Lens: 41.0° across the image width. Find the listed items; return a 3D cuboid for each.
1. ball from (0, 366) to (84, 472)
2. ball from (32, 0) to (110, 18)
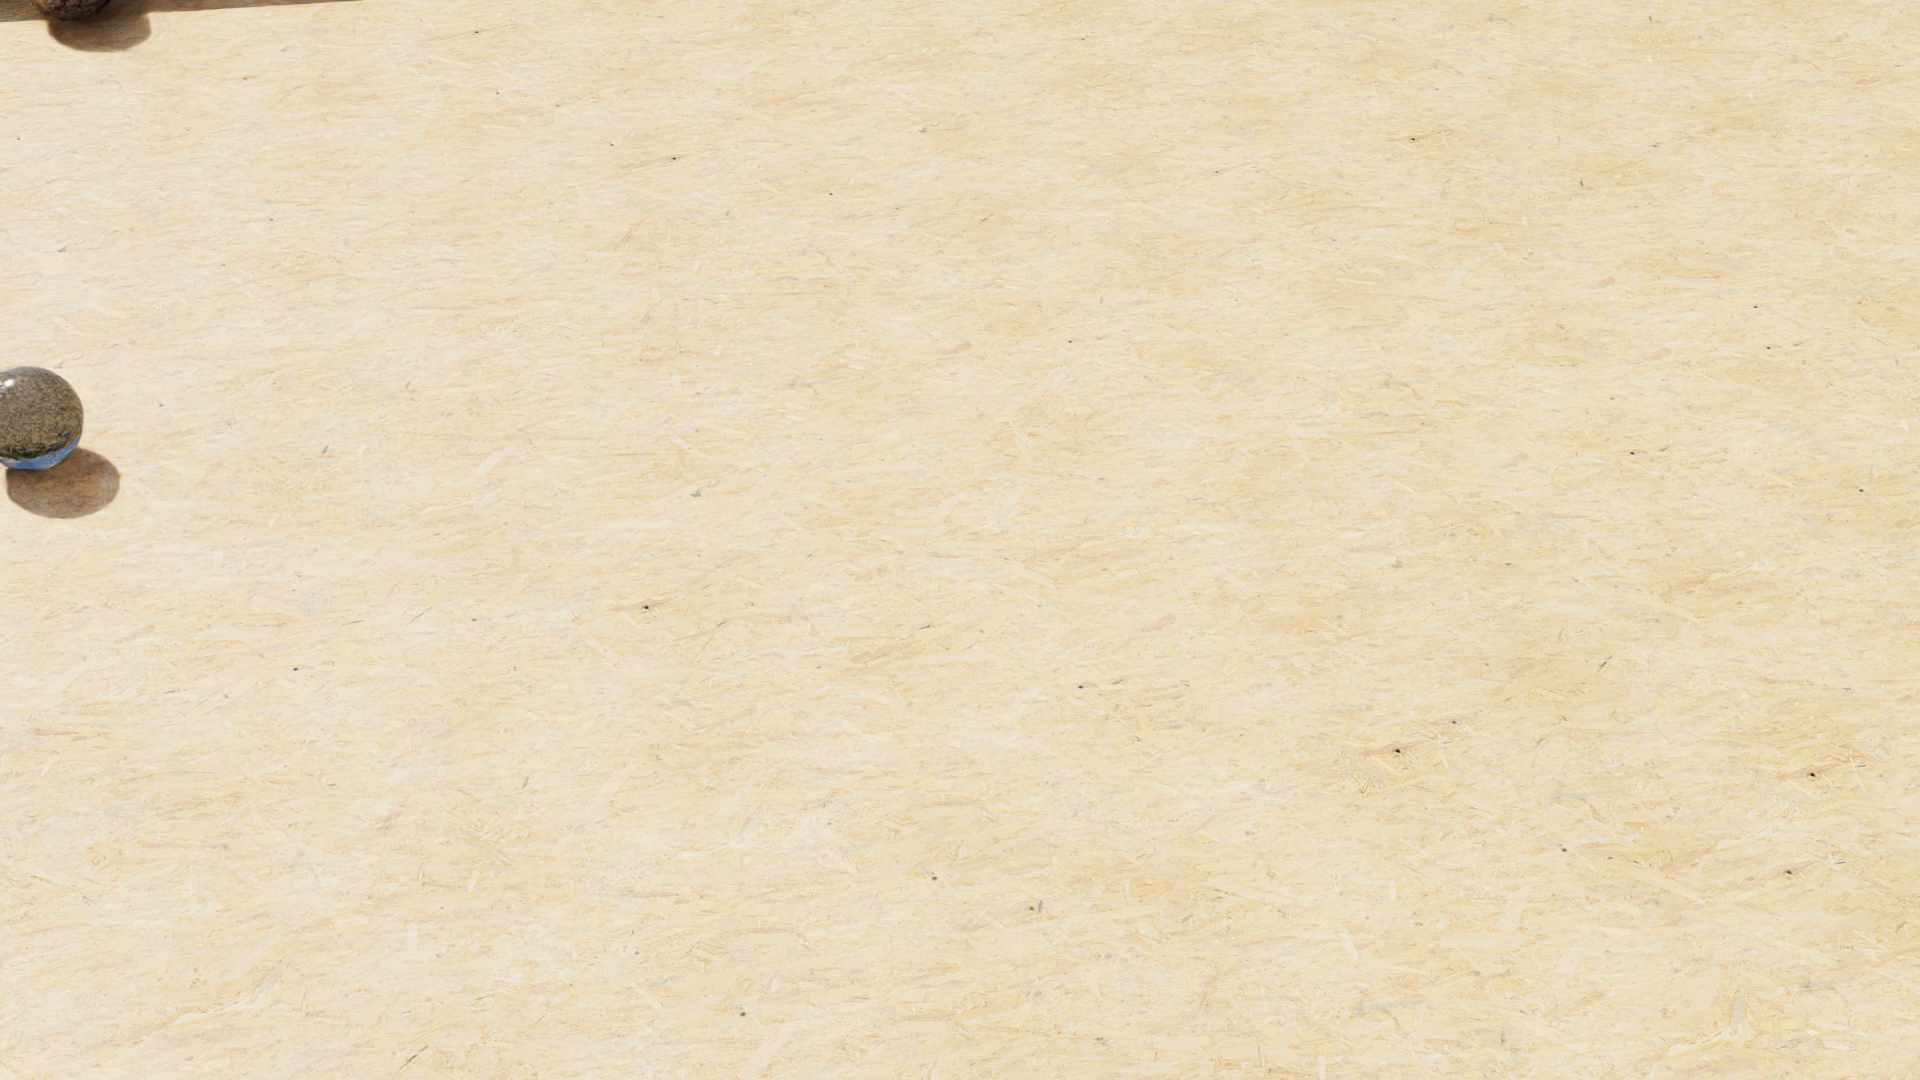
[{"bbox_3d":[-0.586,-0.076,1.614,0.067,0.067,0.067,0,37,0],"label":"ball"},{"bbox_3d":[-0.742,-0.475,2.138,0.080,0.080,0.080,0,37,0],"label":"ball"}]
